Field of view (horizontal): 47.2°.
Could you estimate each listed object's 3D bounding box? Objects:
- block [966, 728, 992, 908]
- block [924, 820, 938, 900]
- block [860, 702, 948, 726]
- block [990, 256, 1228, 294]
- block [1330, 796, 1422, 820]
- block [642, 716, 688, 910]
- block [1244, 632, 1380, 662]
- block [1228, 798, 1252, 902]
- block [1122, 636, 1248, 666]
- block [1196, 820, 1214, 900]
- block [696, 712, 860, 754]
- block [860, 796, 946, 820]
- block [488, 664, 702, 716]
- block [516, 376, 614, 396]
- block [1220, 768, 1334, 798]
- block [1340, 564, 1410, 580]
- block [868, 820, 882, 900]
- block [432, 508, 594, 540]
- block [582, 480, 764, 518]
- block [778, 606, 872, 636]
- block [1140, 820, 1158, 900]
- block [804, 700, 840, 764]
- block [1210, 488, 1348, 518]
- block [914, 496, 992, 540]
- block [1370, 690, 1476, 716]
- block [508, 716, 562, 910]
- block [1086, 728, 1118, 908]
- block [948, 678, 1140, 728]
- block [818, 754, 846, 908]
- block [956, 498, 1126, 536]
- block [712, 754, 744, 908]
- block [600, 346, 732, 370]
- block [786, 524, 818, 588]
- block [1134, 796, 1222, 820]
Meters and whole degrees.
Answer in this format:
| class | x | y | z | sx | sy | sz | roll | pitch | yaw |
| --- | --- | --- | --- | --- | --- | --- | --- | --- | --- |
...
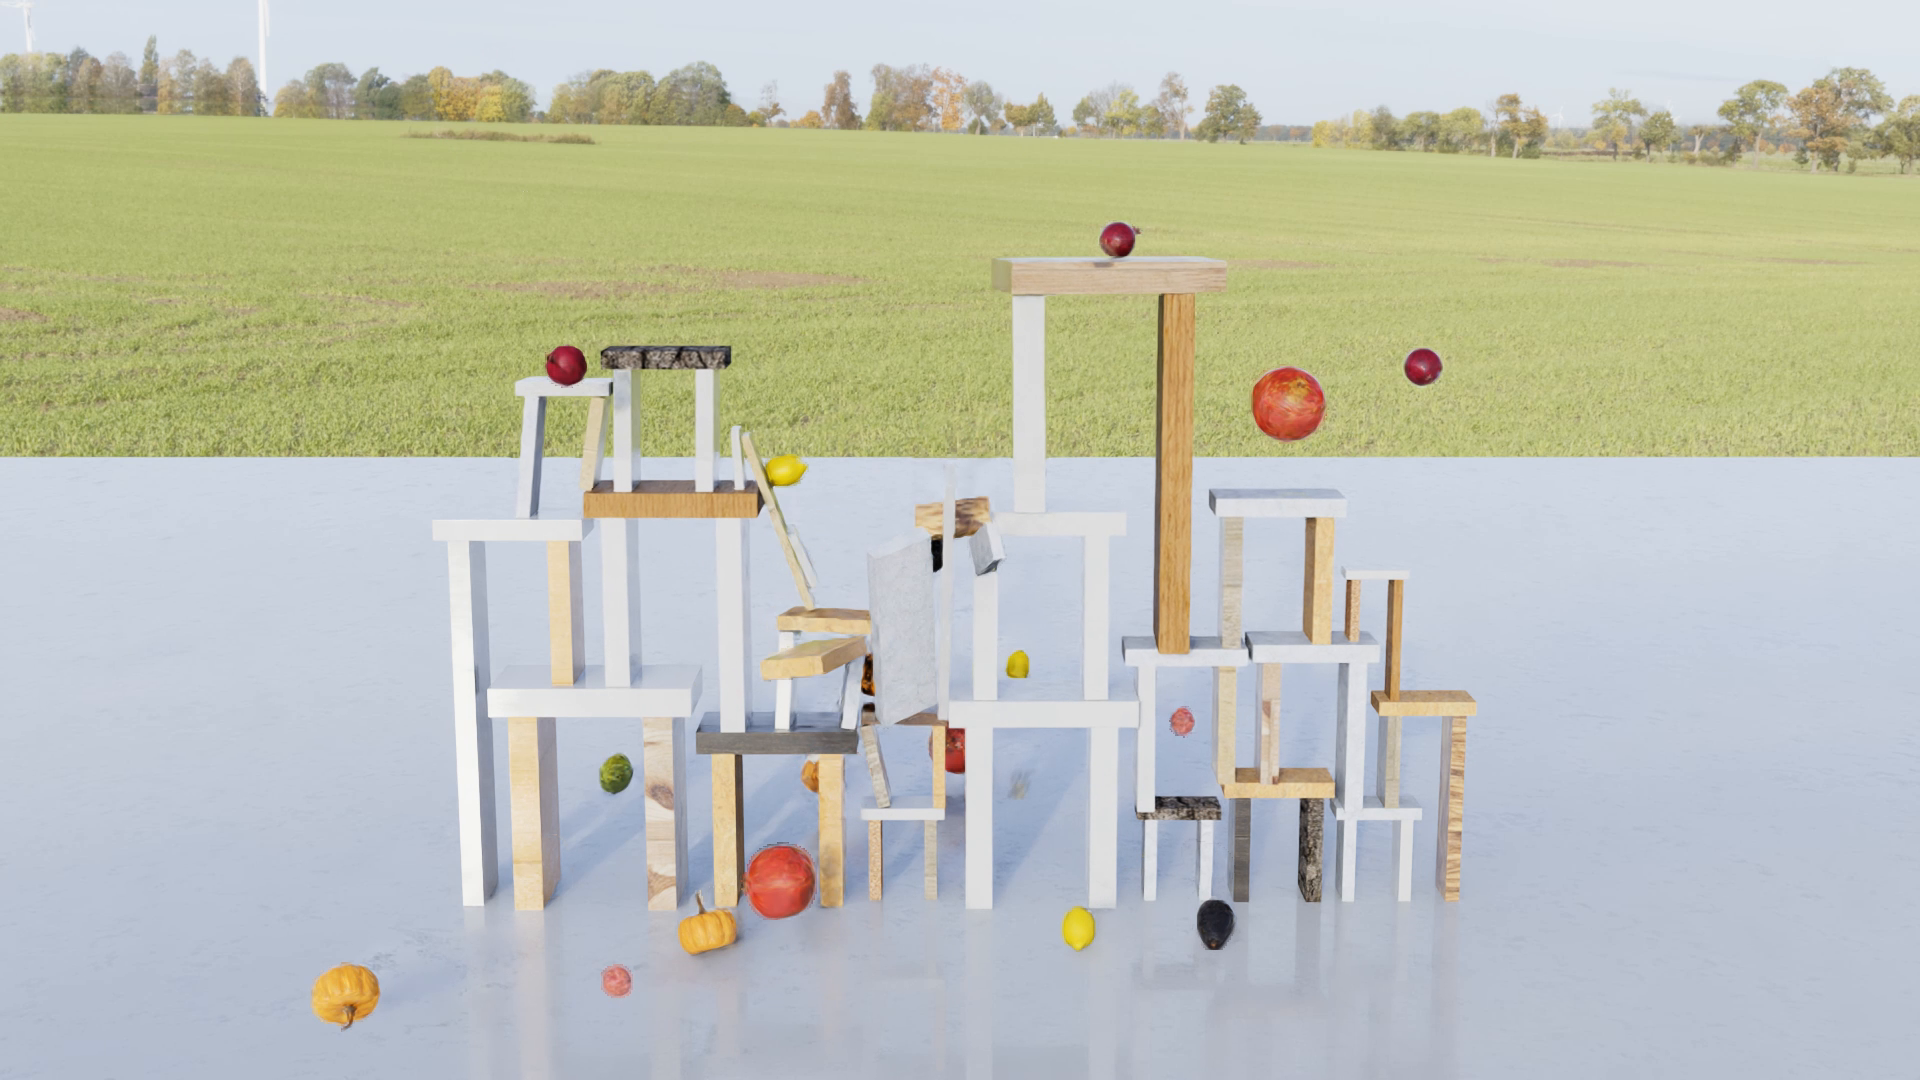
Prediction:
| class | x | y | z | sx | sy | sz | roll | pitch | yaw |
| --- | --- | --- | --- | --- | --- | --- | --- | --- | --- |
| block | 0.031 | 0.439 | 3.644 | 0.043 | 0.306 | 0.153 | 0 | 10 | 0 |
| block | -0.048 | 0.522 | 3.660 | 0.020 | 0.138 | 0.069 | 0 | 11 | 0 |
| block | -0.090 | 0.286 | 3.619 | 0.140 | 0.020 | 0.070 | 1 | 11 | 2 |
| block | 0.233 | -0.422 | 3.498 | 0.344 | 0.049 | 0.172 | -2 | 10 | -10 |
| block | 0.688 | 0.443 | 3.640 | 0.140 | 0.020 | 0.070 | 0 | 11 | 0 |
| block | -0.486 | 0.430 | 3.641 | 0.046 | 0.326 | 0.163 | 0 | 11 | 0 |
| block | 0.574 | 0.174 | 3.589 | 0.204 | 0.029 | 0.102 | 0 | 10 | 0 |
| block | 0.464 | 0.501 | 3.655 | 0.025 | 0.179 | 0.090 | 0 | 11 | 0 |
| block | 0.366 | 0.181 | 3.592 | 0.197 | 0.028 | 0.099 | 0 | 10 | 1 |
| block | 0.406 | 0.522 | 3.659 | 0.020 | 0.138 | 0.069 | 0 | 10 | 0 |
| block | -0.297 | 0.317 | 3.619 | 0.259 | 0.037 | 0.130 | 0 | 11 | 0 |
| block | -0.094 | 0.444 | 3.645 | 0.138 | 0.020 | 0.069 | 0 | 11 | 0 |
| block | -0.595 | 0.247 | 3.607 | 0.326 | 0.046 | 0.163 | 0 | 11 | 0 |
| block | -0.625 | -0.245 | 3.512 | 0.151 | 0.021 | 0.076 | 1 | 11 | 6 |
| block | 0.522 | 0.401 | 3.635 | 0.179 | 0.025 | 0.090 | 0 | 11 | 1 |
| block | 0.673 | 0.052 | 3.568 | 0.103 | 0.015 | 0.051 | 0 | 10 | 0 |
| block | -0.140 | 0.522 | 3.660 | 0.020 | 0.138 | 0.069 | 0 | 11 | 0 |
| block | -0.720 | -0.026 | 3.556 | 0.238 | 0.034 | 0.119 | 0 | 11 | 0 |
| block | -0.459 | -0.066 | 3.551 | 0.275 | 0.039 | 0.138 | 0 | 11 | 0 |
| block | -0.206 | 0.130 | 3.568 | 0.161 | 0.023 | 0.081 | 3 | 10 | 17 |
| block | 0.315 | 0.522 | 3.658 | 0.020 | 0.138 | 0.069 | 0 | 10 | 0 |
| block | -0.235 | 0.336 | 3.874 | 0.028 | 0.099 | 0.199 | 42 | -2 | -4 |
| block | 0.512 | -0.060 | 3.552 | 0.208 | 0.029 | 0.104 | 0 | 10 | 0 |
| block | -0.011 | -0.033 | 3.463 | 0.119 | 0.059 | 0.017 | -7 | -31 | 6 |
| block | 0.760 | 0.267 | 3.610 | 0.158 | 0.022 | 0.079 | 0 | 11 | 0 |
| block | -0.703 | 0.430 | 3.641 | 0.046 | 0.326 | 0.163 | 0 | 11 | 0 |
| block | 0.234 | 0.439 | 3.644 | 0.043 | 0.306 | 0.153 | 0 | 10 | 1 |
| block | 0.135 | 0.267 | 3.613 | 0.306 | 0.043 | 0.153 | 0 | 10 | 0 |
| block | -0.211 | 0.463 | 3.646 | 0.037 | 0.259 | 0.130 | 0 | 11 | 0 |
| block | 0.129 | -0.037 | 3.552 | 0.269 | 0.038 | 0.135 | 0 | 10 | 0 |
| block | -0.384 | 0.463 | 3.646 | 0.037 | 0.259 | 0.130 | 0 | 11 | 0 |
| block | -0.467 | -0.291 | 3.507 | 0.195 | 0.028 | 0.098 | 0 | 11 | 0 |
| block | -0.254 | 0.025 | 3.549 | 0.014 | 0.096 | 0.048 | -23 | 20 | 1 |
| block | 0.361 | 0.444 | 3.644 | 0.138 | 0.020 | 0.069 | 0 | 10 | 0 |
